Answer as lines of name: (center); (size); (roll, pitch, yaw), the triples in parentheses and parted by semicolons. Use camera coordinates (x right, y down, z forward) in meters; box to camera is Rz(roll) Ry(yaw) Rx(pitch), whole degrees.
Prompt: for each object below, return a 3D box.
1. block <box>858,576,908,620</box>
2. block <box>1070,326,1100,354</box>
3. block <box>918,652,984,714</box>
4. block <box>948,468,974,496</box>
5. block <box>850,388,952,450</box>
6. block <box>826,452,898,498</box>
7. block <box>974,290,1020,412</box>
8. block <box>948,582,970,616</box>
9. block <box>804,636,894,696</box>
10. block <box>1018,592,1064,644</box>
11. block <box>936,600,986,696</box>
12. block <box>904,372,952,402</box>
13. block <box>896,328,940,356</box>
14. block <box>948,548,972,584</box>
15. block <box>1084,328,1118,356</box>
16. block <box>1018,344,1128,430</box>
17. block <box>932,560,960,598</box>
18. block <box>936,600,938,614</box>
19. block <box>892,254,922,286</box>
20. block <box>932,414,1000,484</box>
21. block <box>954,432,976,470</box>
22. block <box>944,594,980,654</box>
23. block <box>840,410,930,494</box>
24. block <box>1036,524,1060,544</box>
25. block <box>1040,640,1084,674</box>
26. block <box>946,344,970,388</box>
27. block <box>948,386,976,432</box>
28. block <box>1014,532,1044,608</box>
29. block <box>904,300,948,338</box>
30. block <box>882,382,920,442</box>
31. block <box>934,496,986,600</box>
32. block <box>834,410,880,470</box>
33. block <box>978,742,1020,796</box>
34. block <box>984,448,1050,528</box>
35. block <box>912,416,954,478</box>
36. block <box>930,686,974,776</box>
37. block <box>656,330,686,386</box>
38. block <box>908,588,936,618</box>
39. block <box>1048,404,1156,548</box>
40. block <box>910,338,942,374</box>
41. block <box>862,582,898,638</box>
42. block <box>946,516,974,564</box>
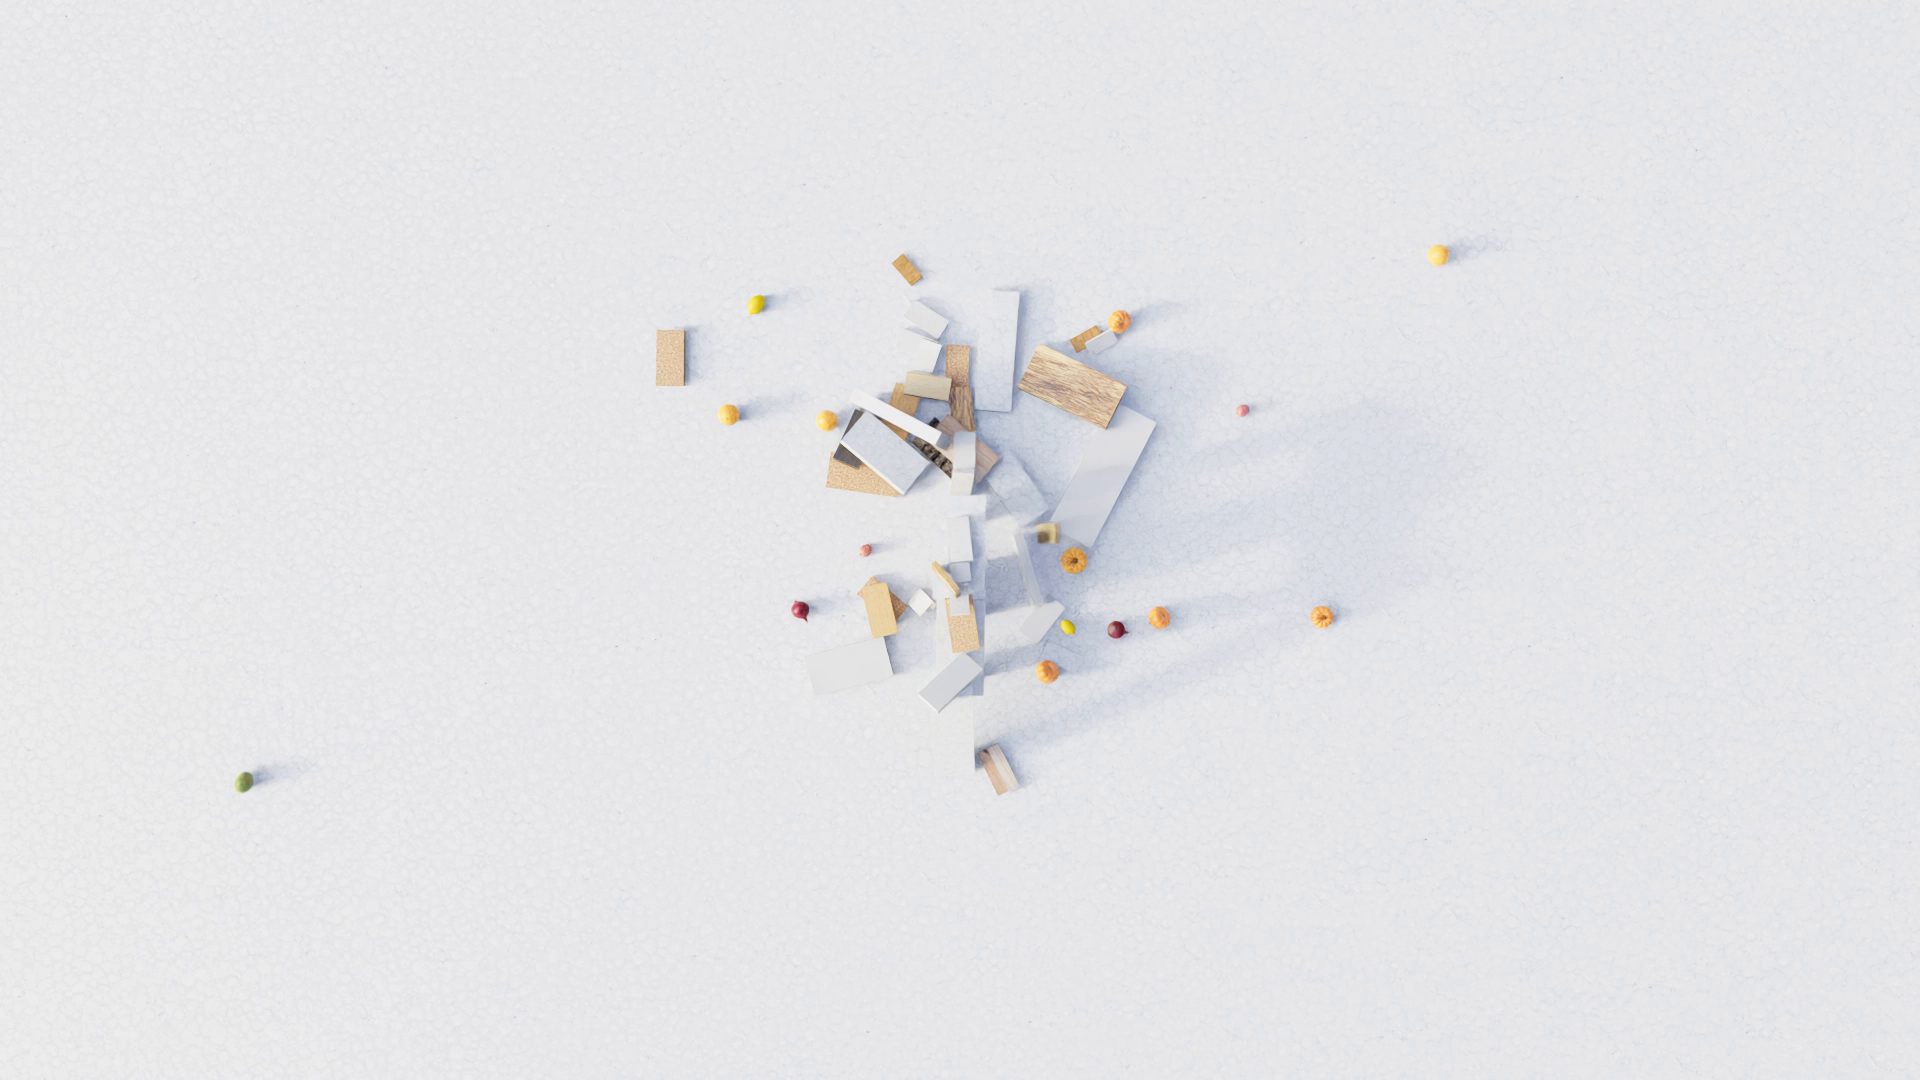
block: (-0.258, 0.200, 5.489); (0.157, 0.022, 0.078); (41, 90, 0)
block: (0.421, -0.669, 5.493); (0.100, 0.014, 0.050); (-29, 90, 0)
block: (-0.028, 0.441, 5.096); (0.086, 0.024, 0.198); (40, 69, 21)
block: (0.004, -0.181, 5.439); (0.070, 0.140, 0.020); (5, 48, -4)
block: (-0.190, -0.391, 5.375); (0.323, 0.162, 0.046); (28, 92, 14)
block: (-0.318, -0.218, 5.483); (0.240, 0.034, 0.120); (8, 90, 0)
block: (0.123, -0.627, 5.483); (0.120, 0.034, 0.399); (4, 90, 0)
block: (-0.003, 0.175, 5.097); (0.060, 0.017, 0.120); (-5, 66, 3)
block: (-0.367, 0.418, 5.481); (0.269, 0.038, 0.135); (-15, 90, 0)
block: (0.272, 0.262, 5.489); (0.078, 0.022, 0.157); (38, 90, 0)
block: (0.001, 0.336, 5.176); (0.150, 0.043, 0.301); (1, 91, 0)
block: (-0.106, -0.507, 5.453); (0.152, 0.022, 0.076); (10, 85, 8)
block: (-0.138, -0.647, 5.490); (0.139, 0.020, 0.069); (22, 90, 0)
block: (-0.002, 0.073, 5.110); (0.060, 0.017, 0.120); (-8, 78, 0)
block: (0.469, -0.657, 5.483); (0.100, 0.014, 0.050); (-29, 116, 0)
block: (0.372, -0.506, 5.453); (0.323, 0.046, 0.162); (27, 90, 9)
block: (-0.043, 0.121, 5.081); (0.017, 0.060, 0.120); (-36, 69, -11)
block: (0.000, 0.217, 5.348); (0.150, 0.301, 0.043); (0, 83, 0)
block: (-0.176, -0.899, 5.493); (0.050, 0.014, 0.100); (-41, 90, 0)
block: (0.010, -0.301, 5.451); (0.226, 0.032, 0.113); (41, 90, 1)
block: (0.015, -0.285, 5.425); (0.070, 0.020, 0.140); (1, 90, 0)
block: (0.007, 0.261, 5.130); (0.086, 0.024, 0.172); (-8, 98, 1)
block: (-0.248, -0.289, 5.437); (0.269, 0.038, 0.135); (40, 75, -5)
block: (0.290, -0.021, 5.437); (0.018, 0.130, 0.065); (-4, 91, -24)
block: (0.338, 0.388, 5.491); (0.130, 0.018, 0.065); (25, 90, 0)
block: (-0.010, -0.572, 5.489); (0.076, 0.022, 0.152); (3, 90, 0)
block: (0.005, -0.433, 5.477); (0.076, 0.022, 0.152); (-7, 99, 2)
block: (0.226, 0.099, 5.432); (0.032, 0.113, 0.249); (-16, 85, 1)
block: (-0.112, -0.735, 5.490); (0.139, 0.020, 0.069); (33, 90, 0)
block: (-0.198, -0.422, 5.487); (0.092, 0.026, 0.184); (19, 90, 0)
block: (-0.001, 0.023, 5.154); (0.162, 0.046, 0.323); (0, 90, 0)
block: (-0.342, -0.333, 5.464); (0.092, 0.026, 0.184); (23, 77, 3)
block: (0.127, 0.763, 5.489); (0.078, 0.022, 0.157); (-26, 90, 0)
block: (0.181, -0.171, 5.483); (0.120, 0.034, 0.240); (-35, 90, 0)
block: (-0.040, -0.290, 5.484); (0.226, 0.032, 0.113); (43, 90, 0)
block: (-0.024, 0.617, 5.293); (0.135, 0.491, 0.038); (-2, 53, 0)
block: (-0.962, -0.606, 5.487); (0.092, 0.026, 0.184); (1, 90, 0)
block: (-0.125, 0.210, 5.439); (0.018, 0.130, 0.065); (41, 90, -28)
block: (0.470, -0.218, 5.477); (0.162, 0.046, 0.467); (28, 90, 0)
block: (-0.115, -0.594, 5.472); (0.069, 0.020, 0.139); (20, 106, 0)
block: (-0.265, 0.233, 5.458); (0.086, 0.024, 0.172); (-13, 85, 0)
block: (-0.001, -0.001, 5.107); (0.070, 0.020, 0.140); (-6, 78, 0)
